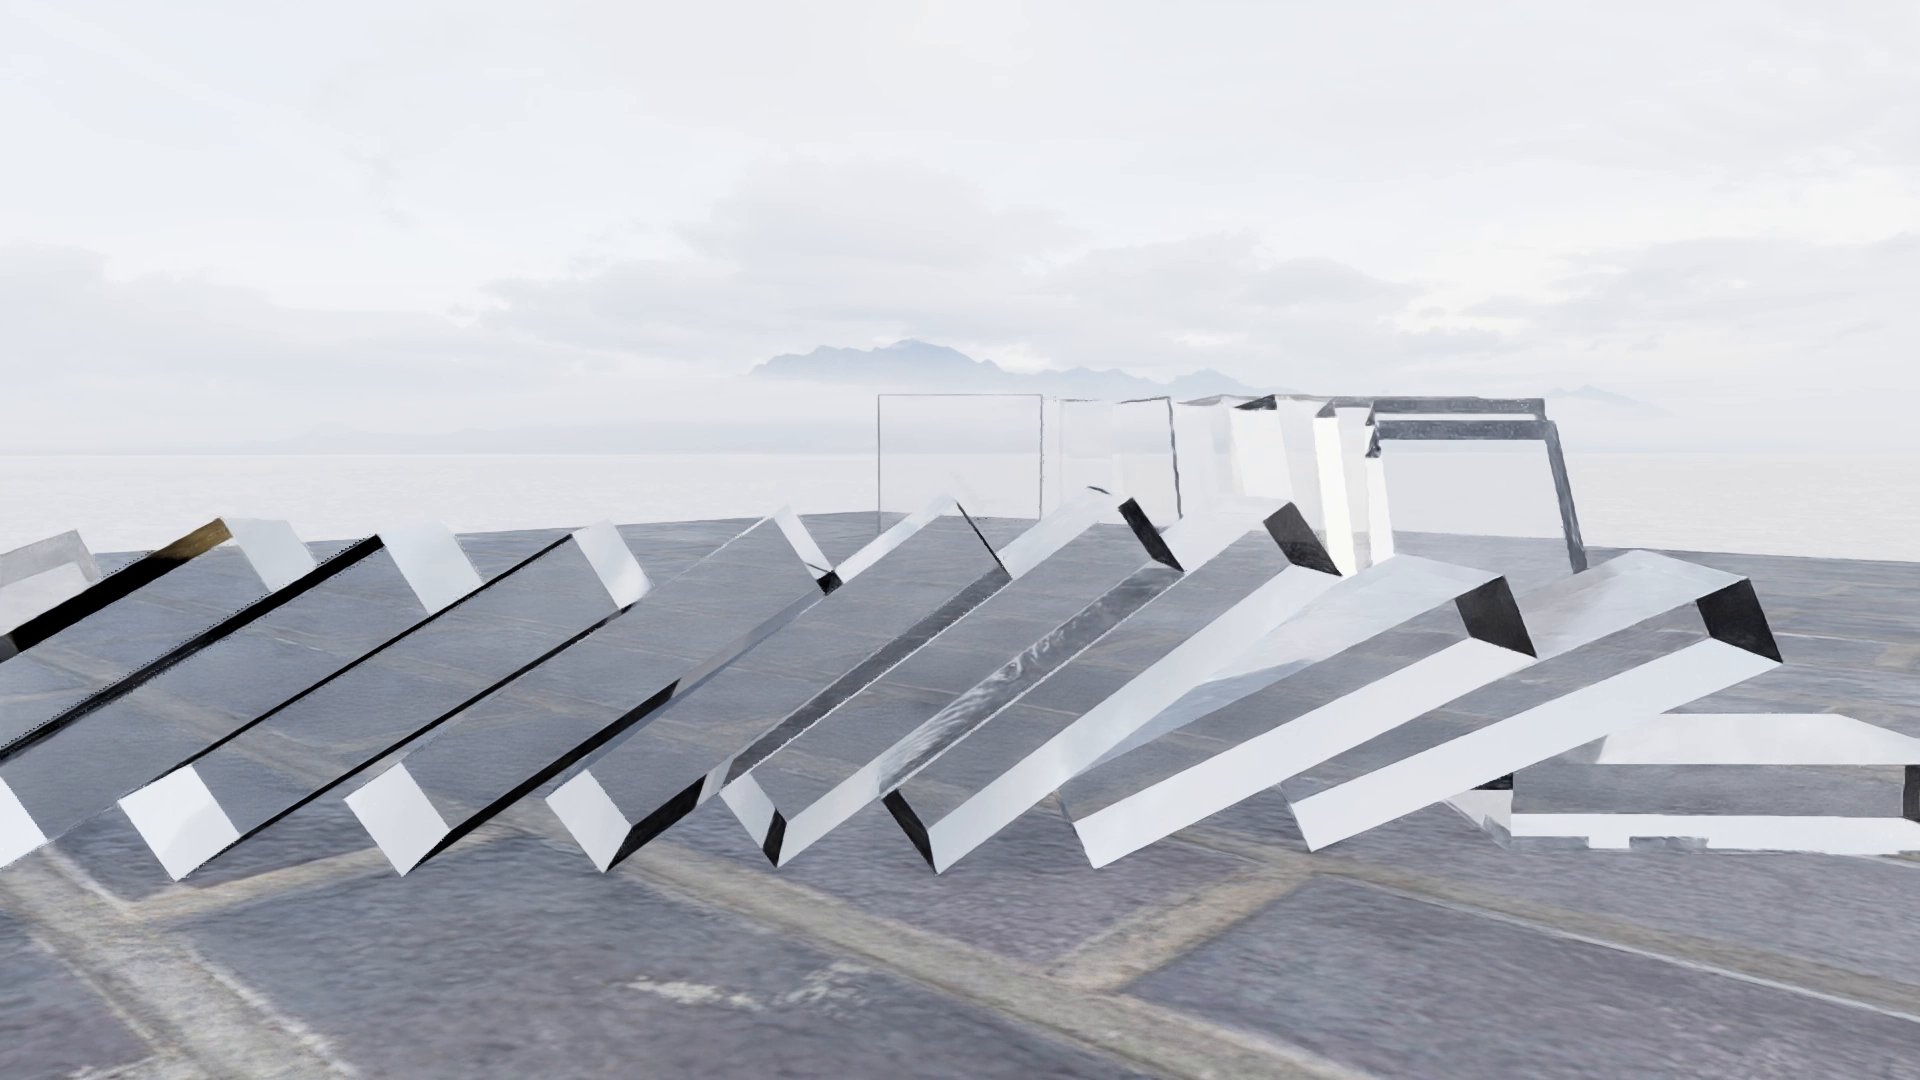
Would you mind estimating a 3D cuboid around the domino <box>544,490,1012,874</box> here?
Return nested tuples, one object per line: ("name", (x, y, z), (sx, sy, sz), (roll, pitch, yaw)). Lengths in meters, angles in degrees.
("domino", (-0.019, 0.014, 0.139), (0.050, 0.010, 0.025), (-36, 6, 0))

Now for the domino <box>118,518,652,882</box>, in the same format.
("domino", (-0.059, 0.015, 0.138), (0.050, 0.010, 0.025), (-31, 7, -4))

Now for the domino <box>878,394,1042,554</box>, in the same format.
("domino", (0.000, 0.002, 0.201), (0.025, 0.050, 0.010), (0, 4, 0))

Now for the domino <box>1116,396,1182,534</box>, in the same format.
("domino", (0.036, 0.000, 0.235), (0.010, 0.050, 0.025), (-6, 4, 7))

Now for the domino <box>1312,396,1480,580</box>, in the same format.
("domino", (0.074, 0.002, 0.208), (0.025, 0.050, 0.009), (0, -16, -6))

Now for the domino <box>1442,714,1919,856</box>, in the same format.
("domino", (0.082, 0.027, 0.145), (0.050, 0.010, 0.025), (0, 4, 1))

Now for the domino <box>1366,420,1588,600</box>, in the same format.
("domino", (0.072, 0.006, 0.177), (0.025, 0.050, 0.010), (0, -32, 6))

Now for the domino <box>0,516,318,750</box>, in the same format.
("domino", (-0.095, 0.015, 0.136), (0.050, 0.010, 0.025), (-32, 7, -12))

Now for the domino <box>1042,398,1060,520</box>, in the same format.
("domino", (0.004, 0.001, 0.222), (0.025, 0.050, 0.009), (3, 5, 36))

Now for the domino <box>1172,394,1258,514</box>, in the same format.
("domino", (0.051, 0.000, 0.230), (0.010, 0.050, 0.025), (-9, -2, 36))

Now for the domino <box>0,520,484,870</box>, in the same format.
("domino", (-0.078, 0.016, 0.136), (0.050, 0.010, 0.025), (-31, 7, -5))

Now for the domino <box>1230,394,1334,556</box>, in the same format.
("domino", (0.063, 0.001, 0.221), (0.025, 0.050, 0.010), (-4, -9, -41))

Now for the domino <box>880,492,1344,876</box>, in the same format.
("domino", (0.014, 0.014, 0.139), (0.050, 0.010, 0.025), (-36, 6, -2))

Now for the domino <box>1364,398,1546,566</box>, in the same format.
("domino", (0.076, 0.003, 0.193), (0.025, 0.050, 0.010), (1, -21, 8))

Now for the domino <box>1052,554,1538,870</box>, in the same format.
("domino", (0.033, 0.017, 0.141), (0.050, 0.010, 0.025), (-25, 6, -2))

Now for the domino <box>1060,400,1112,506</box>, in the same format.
("domino", (0.017, 0.000, 0.231), (0.010, 0.050, 0.025), (-2, 5, -25))

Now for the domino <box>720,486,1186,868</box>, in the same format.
("domino", (-0.001, 0.013, 0.139), (0.050, 0.010, 0.025), (-36, 6, 0))

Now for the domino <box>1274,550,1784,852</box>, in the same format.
("domino", (0.058, 0.017, 0.143), (0.050, 0.010, 0.025), (-24, 4, 7))

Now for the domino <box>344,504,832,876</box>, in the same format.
("domino", (-0.038, 0.014, 0.138), (0.050, 0.009, 0.025), (-34, 6, -1))

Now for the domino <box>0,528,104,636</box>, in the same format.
("domino", (-0.121, 0.016, 0.138), (0.050, 0.009, 0.025), (-29, 3, -37))
